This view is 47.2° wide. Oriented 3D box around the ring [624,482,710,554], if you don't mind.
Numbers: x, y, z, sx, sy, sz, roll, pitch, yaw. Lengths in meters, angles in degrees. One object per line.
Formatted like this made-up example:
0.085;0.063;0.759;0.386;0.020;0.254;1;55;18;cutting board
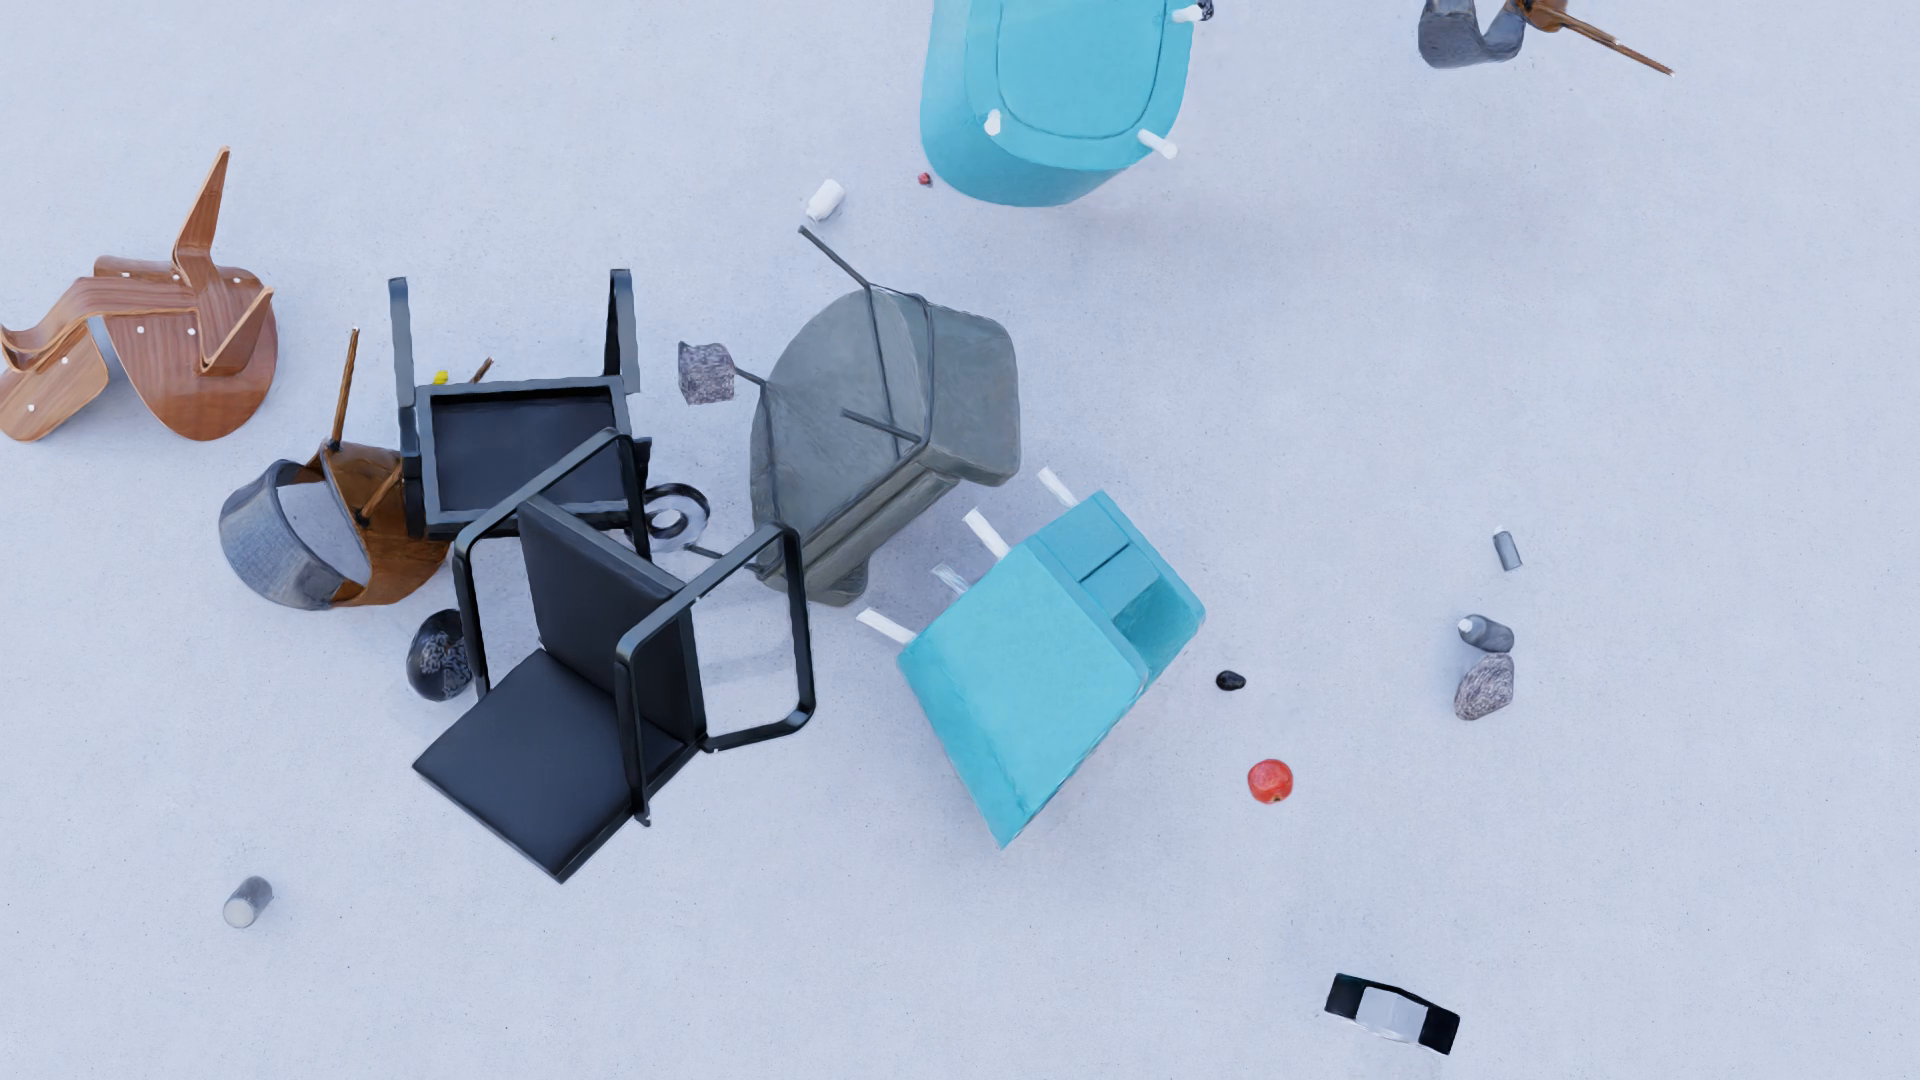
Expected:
-0.854;-0.062;6.397;0.258;0.363;0.053;-17;62;-10;ring

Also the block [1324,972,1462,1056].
1.093;1.198;5.561;0.224;0.236;0.105;28;76;-27;block

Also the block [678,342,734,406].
-0.728;-0.476;6.304;0.135;0.121;0.122;-10;38;-19;block

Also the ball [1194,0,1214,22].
0.774;-1.679;6.970;0.067;0.067;0.067;0;56;0;ball

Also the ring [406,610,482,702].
-1.434;0.323;6.124;0.104;0.375;0.262;22;77;10;ring

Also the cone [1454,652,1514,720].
1.505;0.432;6.145;0.244;0.204;0.105;-24;35;-27;cone
